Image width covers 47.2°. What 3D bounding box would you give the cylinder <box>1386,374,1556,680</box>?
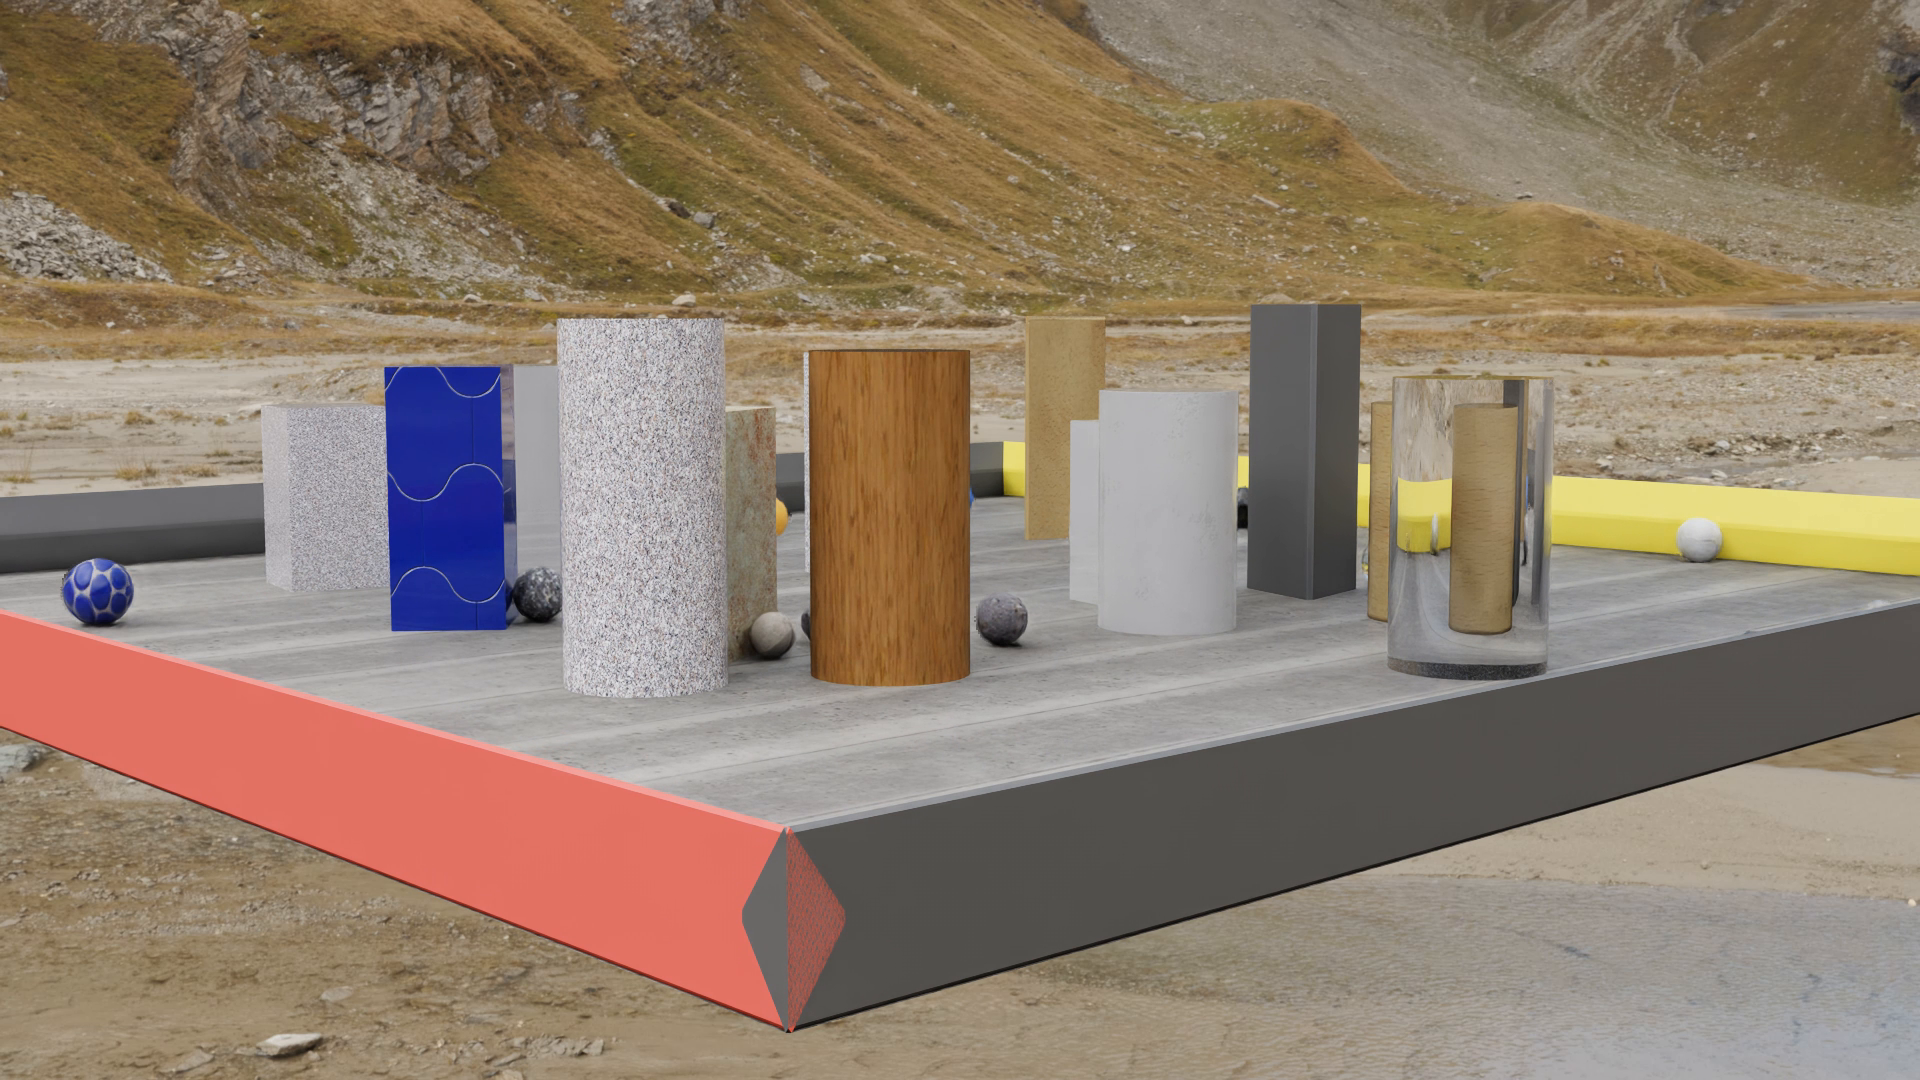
[{"bbox_3d":[0.633,-0.021,2.729,0.196,0.362,0.196,0,6,0],"label":"cylinder"}]

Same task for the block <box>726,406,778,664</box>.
[{"bbox_3d":[-0.343,-0.011,2.848,0.157,0.318,0.157,2,6,21],"label":"block"}]

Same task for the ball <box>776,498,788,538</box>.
[{"bbox_3d":[-0.375,-0.043,4.269,0.085,0.085,0.085,0,6,0],"label":"ball"}]

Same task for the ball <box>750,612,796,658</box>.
[{"bbox_3d":[-0.241,0.122,2.821,0.059,0.059,0.059,0,6,0],"label":"ball"}]

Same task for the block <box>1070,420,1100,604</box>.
[{"bbox_3d":[0.277,-0.043,3.354,0.157,0.276,0.157,-4,7,-31],"label":"block"}]

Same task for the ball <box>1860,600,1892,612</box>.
[{"bbox_3d":[1.263,0.107,3.023,0.048,0.048,0.048,0,6,0],"label":"ball"}]

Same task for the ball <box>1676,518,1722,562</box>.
[{"bbox_3d":[1.310,-0.001,3.901,0.079,0.079,0.079,0,6,0],"label":"ball"}]

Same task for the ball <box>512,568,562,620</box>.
[{"bbox_3d":[-0.603,0.078,3.158,0.077,0.077,0.077,0,6,0],"label":"ball"}]

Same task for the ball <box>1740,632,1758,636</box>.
[{"bbox_3d":[0.950,0.140,2.629,0.063,0.063,0.063,0,6,0],"label":"ball"}]

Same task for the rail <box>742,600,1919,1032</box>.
[{"bbox_3d":[0.928,0.138,2.332,2.858,0.127,0.045,-5,8,-42],"label":"rail"}]

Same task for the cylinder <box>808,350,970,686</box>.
[{"bbox_3d":[-0.086,-0.033,2.686,0.196,0.396,0.196,0,6,0],"label":"cylinder"}]

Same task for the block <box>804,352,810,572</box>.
[{"bbox_3d":[-0.153,-0.131,3.735,0.157,0.373,0.157,6,8,44],"label":"block"}]

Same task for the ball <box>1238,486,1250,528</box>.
[{"bbox_3d":[0.580,-0.066,4.500,0.085,0.085,0.085,0,6,0],"label":"ball"}]

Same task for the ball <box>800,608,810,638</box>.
[{"bbox_3d":[-0.190,0.111,2.965,0.050,0.050,0.050,0,6,0],"label":"ball"}]

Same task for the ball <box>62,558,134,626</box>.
[{"bbox_3d":[-1.221,0.073,3.116,0.095,0.095,0.095,0,6,0],"label":"ball"}]

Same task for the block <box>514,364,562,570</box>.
[{"bbox_3d":[-0.782,-0.130,3.837,0.157,0.349,0.157,-4,7,-34],"label":"block"}]

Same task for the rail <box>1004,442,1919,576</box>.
[{"bbox_3d":[1.033,-0.066,4.280,0.045,0.127,2.785,-5,8,-42],"label":"rail"}]

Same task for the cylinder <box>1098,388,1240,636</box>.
[{"bbox_3d":[0.293,-0.045,3.099,0.196,0.333,0.196,0,6,0],"label":"cylinder"}]

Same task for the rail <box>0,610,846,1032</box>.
[{"bbox_3d":[-1.033,0.132,2.384,0.045,0.127,2.785,-5,8,-42],"label":"rail"}]

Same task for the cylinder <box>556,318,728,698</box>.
[{"bbox_3d":[-0.375,-0.044,2.608,0.196,0.434,0.196,0,6,0],"label":"cylinder"}]

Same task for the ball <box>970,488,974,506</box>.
[{"bbox_3d":[-0.021,-0.091,4.673,0.098,0.098,0.098,0,6,0],"label":"ball"}]

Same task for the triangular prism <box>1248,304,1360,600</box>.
[{"bbox_3d":[0.524,-0.144,3.473,0.147,0.453,0.170,4,7,34],"label":"triangular prism"}]

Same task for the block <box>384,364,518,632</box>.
[{"bbox_3d":[-0.719,-0.064,3.122,0.157,0.366,0.157,-1,6,-5],"label":"block"}]

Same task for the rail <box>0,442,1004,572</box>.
[{"bbox_3d":[-0.928,-0.072,4.332,2.858,0.127,0.045,-5,8,-42],"label":"rail"}]

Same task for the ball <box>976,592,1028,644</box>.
[{"bbox_3d":[0.056,0.105,2.938,0.069,0.069,0.069,0,6,0],"label":"ball"}]

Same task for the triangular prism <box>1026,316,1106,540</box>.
[{"bbox_3d":[0.179,-0.227,4.355,0.170,0.433,0.147,-3,6,-23],"label":"triangular prism"}]

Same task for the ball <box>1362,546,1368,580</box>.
[{"bbox_3d":[0.682,0.036,3.476,0.093,0.093,0.093,0,6,0],"label":"ball"}]

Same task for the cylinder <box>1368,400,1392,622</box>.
[{"bbox_3d":[0.691,-0.042,3.180,0.196,0.311,0.196,0,6,0],"label":"cylinder"}]

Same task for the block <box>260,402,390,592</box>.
[{"bbox_3d":[-1.030,-0.073,3.569,0.157,0.291,0.157,-4,7,-32],"label":"block"}]
